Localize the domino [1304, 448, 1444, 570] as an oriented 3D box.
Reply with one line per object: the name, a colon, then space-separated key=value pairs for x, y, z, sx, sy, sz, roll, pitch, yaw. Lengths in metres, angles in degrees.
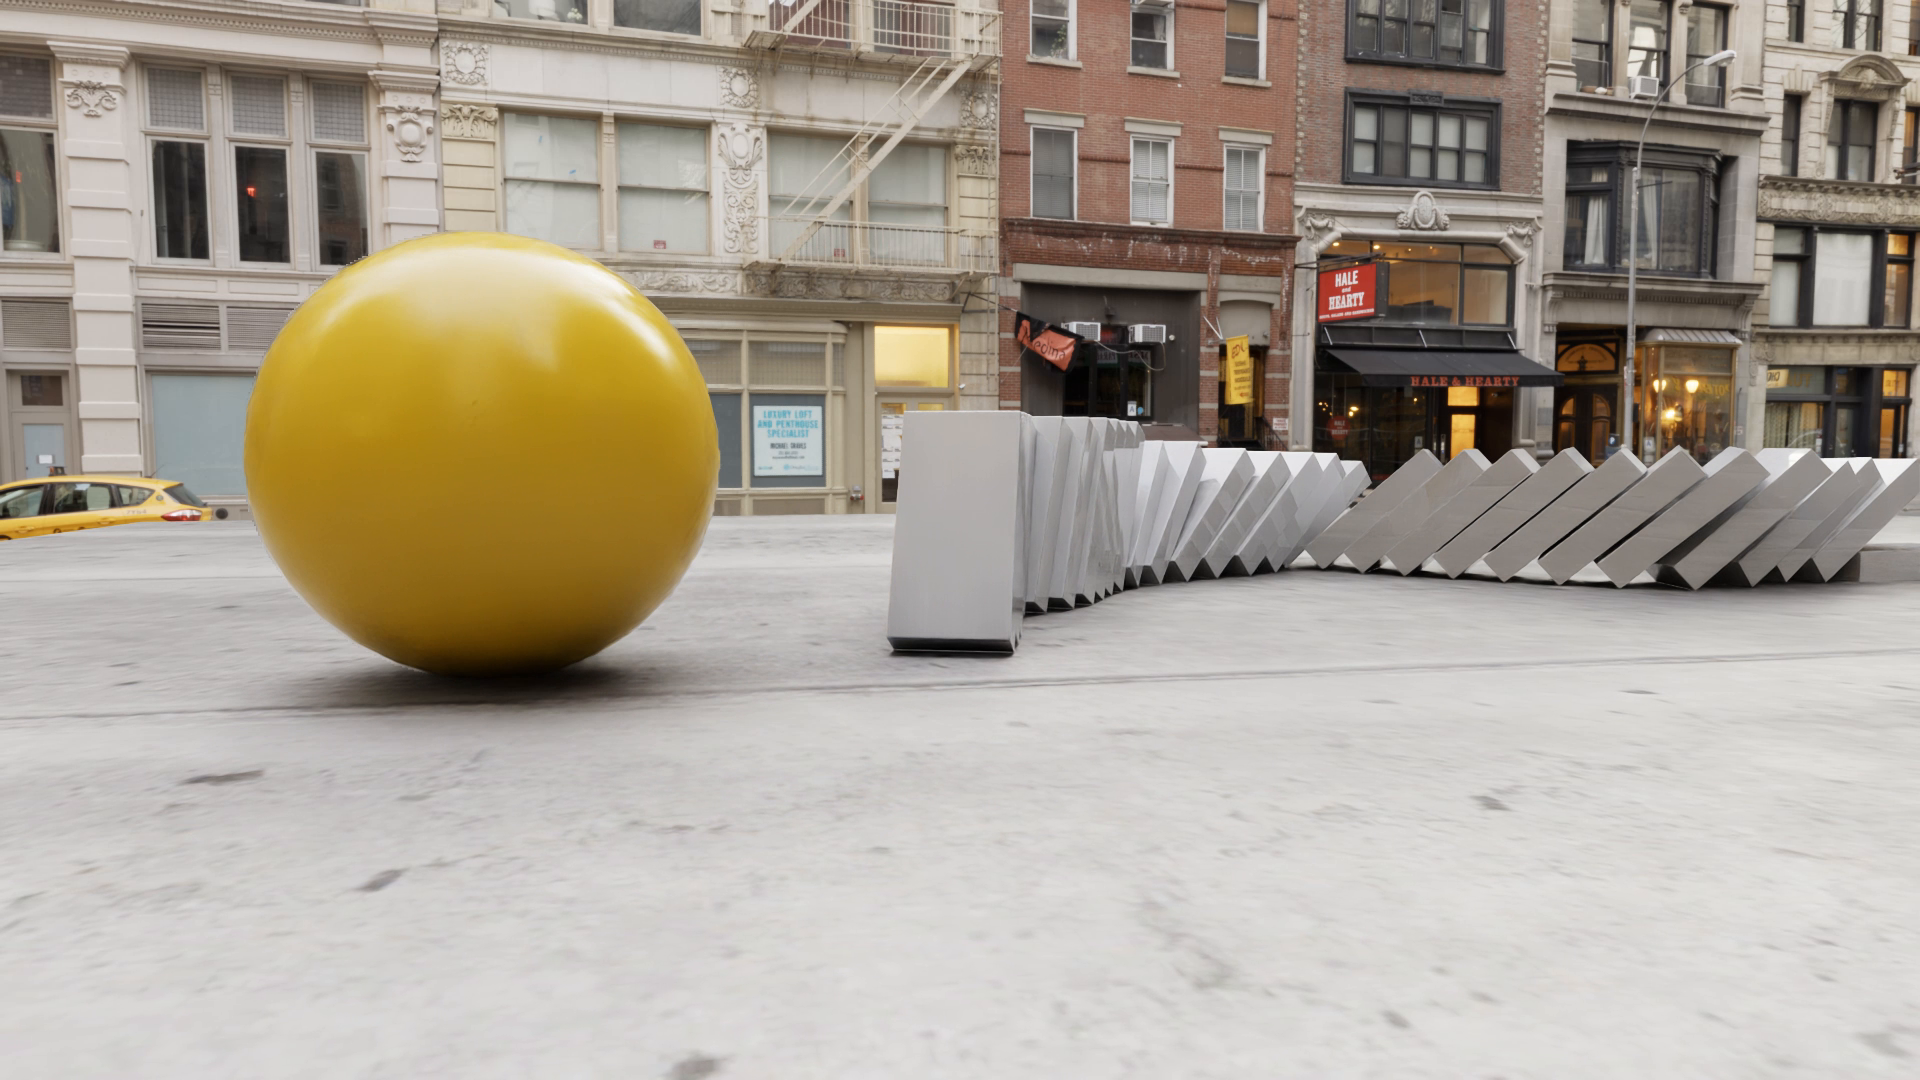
domino: x=0.141 y=-0.010 z=0.434 sx=0.050 sy=0.009 sz=0.025 roll=-44 pitch=-14 yaw=20

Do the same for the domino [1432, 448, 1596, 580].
domino: x=0.174 y=-0.008 z=0.403 sx=0.050 sy=0.009 sz=0.025 roll=-46 pitch=-18 yaw=27

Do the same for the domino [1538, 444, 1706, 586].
domino: x=0.198 y=-0.008 z=0.386 sx=0.050 sy=0.010 sz=0.025 roll=-46 pitch=-14 yaw=25

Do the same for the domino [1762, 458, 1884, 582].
domino: x=0.262 y=-0.007 z=0.404 sx=0.050 sy=0.009 sz=0.025 roll=-39 pitch=13 yaw=-13

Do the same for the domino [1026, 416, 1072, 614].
domino: x=0.013 y=-0.007 z=0.331 sx=0.025 sy=0.050 sz=0.010 roll=2 pitch=-19 yaw=23

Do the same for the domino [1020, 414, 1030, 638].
domino: x=0.002 y=-0.004 z=0.289 sx=0.025 sy=0.050 sz=0.010 roll=1 pitch=-20 yaw=8

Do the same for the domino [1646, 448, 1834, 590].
domino: x=0.229 y=-0.007 z=0.381 sx=0.050 sy=0.010 sz=0.025 roll=-43 pitch=0 yaw=6

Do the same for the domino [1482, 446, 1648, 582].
domino: x=0.186 y=-0.008 z=0.394 sx=0.050 sy=0.009 sz=0.025 roll=-46 pitch=-17 yaw=27

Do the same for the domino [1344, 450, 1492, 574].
domino: x=0.151 y=-0.009 z=0.422 sx=0.050 sy=0.009 sz=0.025 roll=-46 pitch=-19 yaw=26

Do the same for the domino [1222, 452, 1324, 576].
domino: x=0.098 y=-0.010 z=0.430 sx=0.025 sy=0.010 sz=0.050 roll=6 pitch=47 yaw=51

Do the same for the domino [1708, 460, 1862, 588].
domino: x=0.247 y=-0.006 z=0.394 sx=0.050 sy=0.009 sz=0.025 roll=-38 pitch=13 yaw=-10

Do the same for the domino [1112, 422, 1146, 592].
domino: x=0.038 y=-0.010 z=0.378 sx=0.025 sy=0.050 sz=0.009 roll=2 pitch=-21 yaw=24

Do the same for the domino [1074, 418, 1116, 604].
domino: x=0.026 y=-0.008 z=0.348 sx=0.025 sy=0.050 sz=0.009 roll=2 pitch=-19 yaw=23

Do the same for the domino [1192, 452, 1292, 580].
domino: x=0.085 y=-0.009 z=0.422 sx=0.025 sy=0.010 sz=0.050 roll=5 pitch=48 yaw=50

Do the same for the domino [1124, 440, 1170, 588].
domino: x=0.046 y=-0.009 z=0.393 sx=0.025 sy=0.050 sz=0.010 roll=1 pitch=-39 yaw=25

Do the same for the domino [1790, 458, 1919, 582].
domino: x=0.277 y=-0.007 z=0.407 sx=0.050 sy=0.010 sz=0.025 roll=-39 pitch=13 yaw=-10

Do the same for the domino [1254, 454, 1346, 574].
domino: x=0.109 y=-0.010 z=0.440 sx=0.025 sy=0.009 sz=0.050 roll=5 pitch=46 yaw=51

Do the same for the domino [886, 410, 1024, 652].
domino: x=0.000 y=-0.002 z=0.268 sx=0.025 sy=0.050 sz=0.010 roll=1 pitch=-20 yaw=8

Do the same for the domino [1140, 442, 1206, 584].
domino: x=0.058 y=-0.009 z=0.403 sx=0.025 sy=0.050 sz=0.010 roll=3 pitch=-37 yaw=34

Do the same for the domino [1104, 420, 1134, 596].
domino: x=0.034 y=-0.010 z=0.368 sx=0.025 sy=0.050 sz=0.009 roll=2 pitch=-21 yaw=23

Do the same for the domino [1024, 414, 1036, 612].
domino: x=0.005 y=-0.006 z=0.321 sx=0.025 sy=0.050 sz=0.010 roll=0 pitch=-20 yaw=13

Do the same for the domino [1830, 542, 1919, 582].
domino: x=0.297 y=0.007 z=0.412 sx=0.050 sy=0.009 sz=0.025 roll=-1 pitch=4 yaw=-15

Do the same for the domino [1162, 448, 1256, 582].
domino: x=0.072 y=-0.009 z=0.413 sx=0.025 sy=0.010 sz=0.050 roll=4 pitch=49 yaw=46

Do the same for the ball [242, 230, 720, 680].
ball: x=-0.084 y=-0.015 z=0.232 sx=0.080 sy=0.080 sz=0.080 roll=0 pitch=4 yaw=0

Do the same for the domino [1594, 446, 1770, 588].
domino: x=0.212 y=-0.007 z=0.380 sx=0.050 sy=0.009 sz=0.025 roll=-44 pitch=-10 yaw=20

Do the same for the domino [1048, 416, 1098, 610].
domino: x=0.020 y=-0.008 z=0.339 sx=0.025 sy=0.050 sz=0.009 roll=2 pitch=-19 yaw=23

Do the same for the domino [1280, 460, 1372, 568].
domino: x=0.120 y=-0.010 z=0.455 sx=0.050 sy=0.010 sz=0.025 roll=-40 pitch=22 yaw=-22

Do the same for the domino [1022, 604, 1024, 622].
domino: x=0.003 y=-0.006 z=0.310 sx=0.025 sy=0.050 sz=0.010 roll=-1 pitch=-20 yaw=8

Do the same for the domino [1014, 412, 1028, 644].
domino: x=0.001 y=-0.003 z=0.278 sx=0.025 sy=0.050 sz=0.010 roll=1 pitch=-20 yaw=8

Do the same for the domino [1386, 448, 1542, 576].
domino: x=0.162 y=-0.009 z=0.412 sx=0.050 sy=0.010 sz=0.025 roll=-46 pitch=-20 yaw=26

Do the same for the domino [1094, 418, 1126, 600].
domino: x=0.030 y=-0.009 z=0.358 sx=0.025 sy=0.050 sz=0.010 roll=2 pitch=-20 yaw=23
